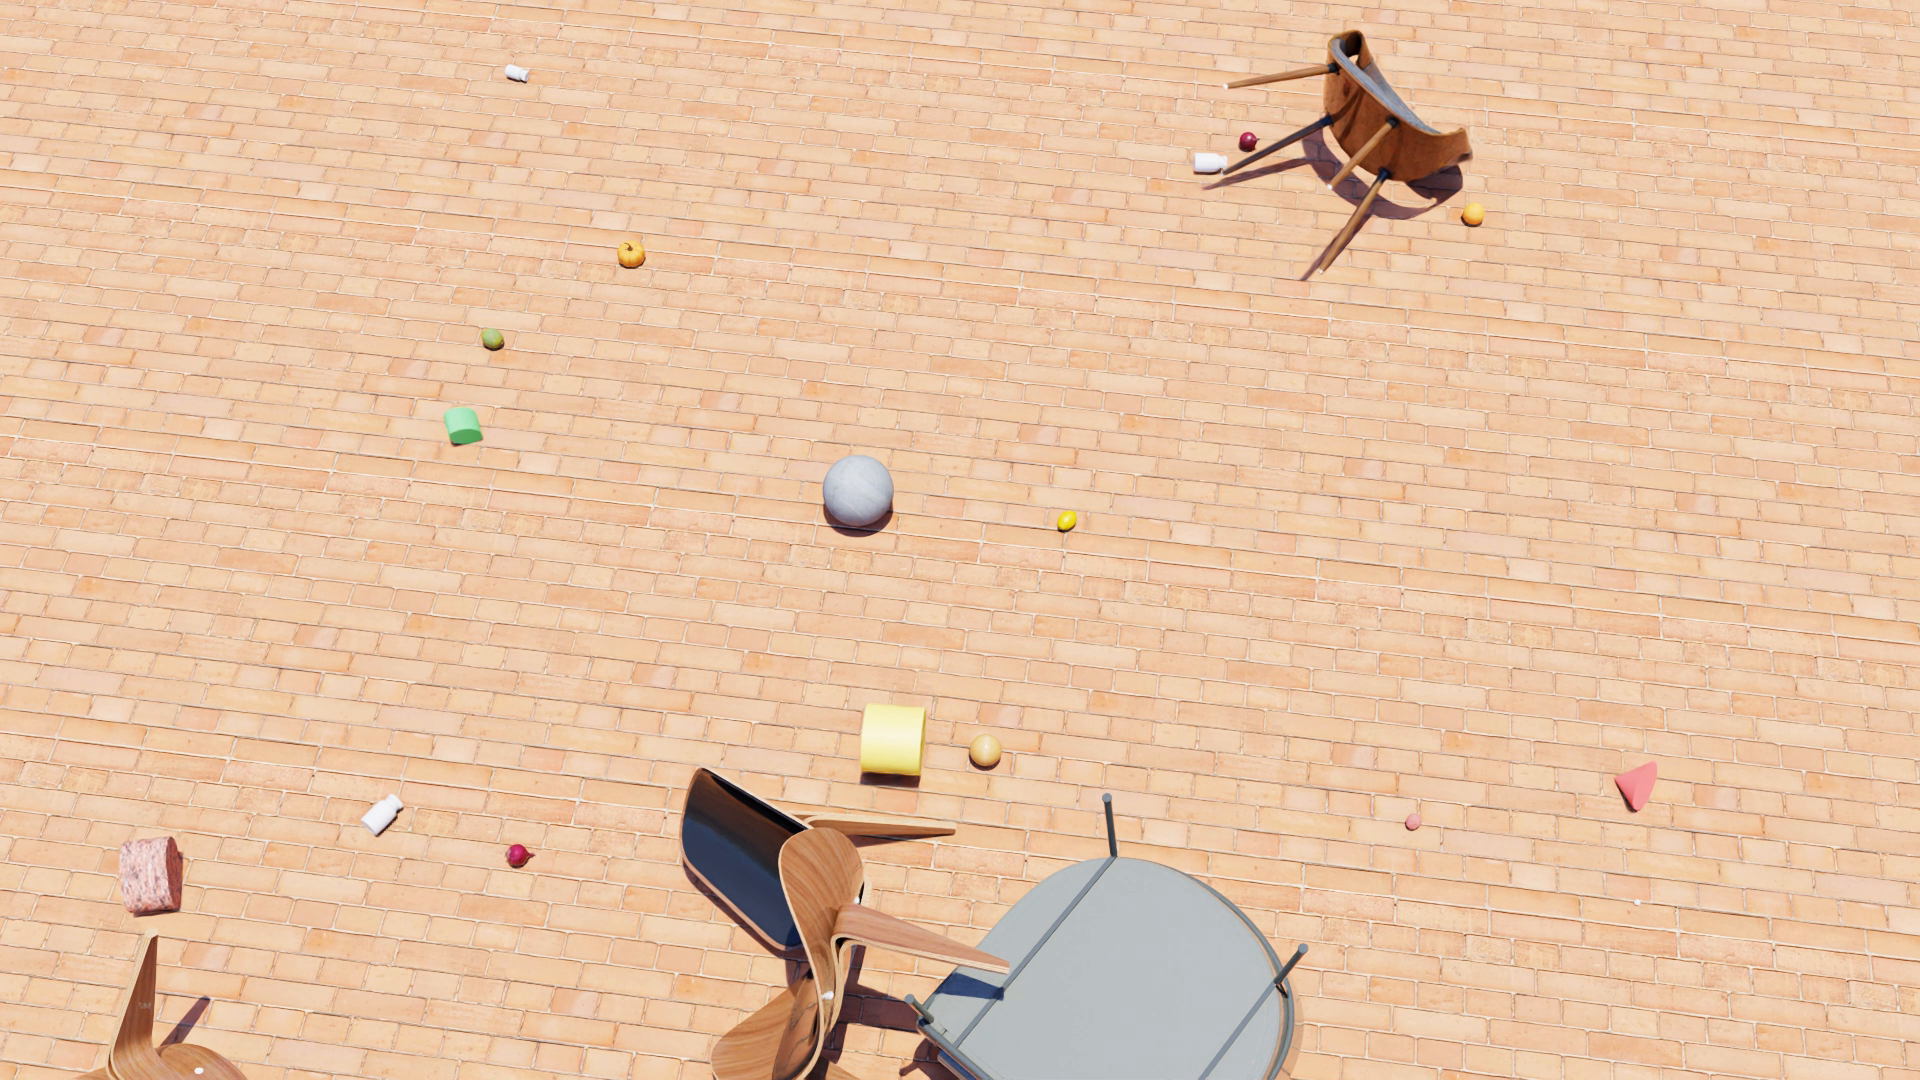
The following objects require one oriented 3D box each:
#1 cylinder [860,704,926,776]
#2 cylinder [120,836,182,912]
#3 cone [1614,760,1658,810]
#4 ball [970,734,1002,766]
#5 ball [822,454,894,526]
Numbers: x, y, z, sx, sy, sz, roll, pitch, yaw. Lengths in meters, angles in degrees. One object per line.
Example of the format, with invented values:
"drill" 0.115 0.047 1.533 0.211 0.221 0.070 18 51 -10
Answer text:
"cylinder" -0.183 0.553 6.087 0.160 0.181 0.213 4 21 3
"cylinder" -2.164 0.894 5.883 0.122 0.137 0.191 -7 87 -4
"cone" 1.856 0.670 6.097 0.095 0.101 0.157 11 56 42
"ball" 0.072 0.585 6.127 0.090 0.090 0.090 0 56 0
"ball" -0.303 -0.148 6.545 0.213 0.213 0.213 0 56 0
